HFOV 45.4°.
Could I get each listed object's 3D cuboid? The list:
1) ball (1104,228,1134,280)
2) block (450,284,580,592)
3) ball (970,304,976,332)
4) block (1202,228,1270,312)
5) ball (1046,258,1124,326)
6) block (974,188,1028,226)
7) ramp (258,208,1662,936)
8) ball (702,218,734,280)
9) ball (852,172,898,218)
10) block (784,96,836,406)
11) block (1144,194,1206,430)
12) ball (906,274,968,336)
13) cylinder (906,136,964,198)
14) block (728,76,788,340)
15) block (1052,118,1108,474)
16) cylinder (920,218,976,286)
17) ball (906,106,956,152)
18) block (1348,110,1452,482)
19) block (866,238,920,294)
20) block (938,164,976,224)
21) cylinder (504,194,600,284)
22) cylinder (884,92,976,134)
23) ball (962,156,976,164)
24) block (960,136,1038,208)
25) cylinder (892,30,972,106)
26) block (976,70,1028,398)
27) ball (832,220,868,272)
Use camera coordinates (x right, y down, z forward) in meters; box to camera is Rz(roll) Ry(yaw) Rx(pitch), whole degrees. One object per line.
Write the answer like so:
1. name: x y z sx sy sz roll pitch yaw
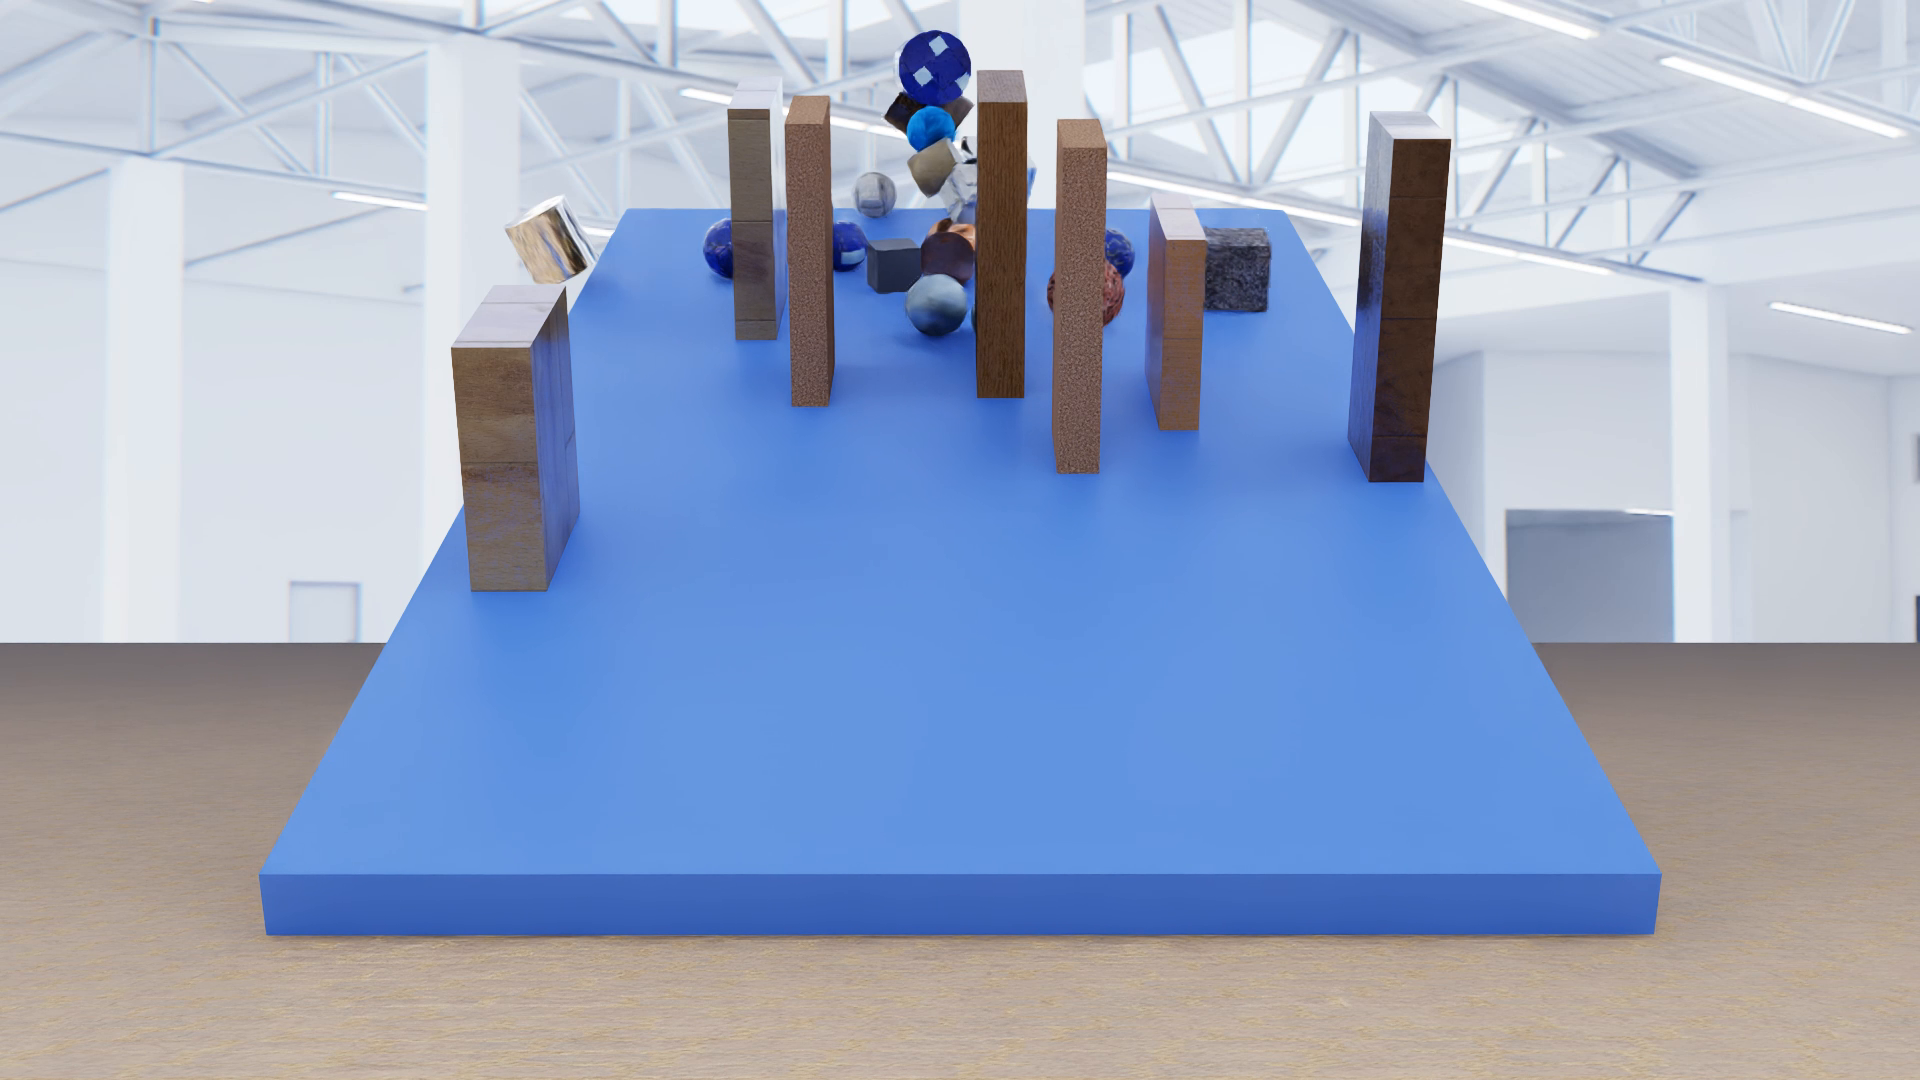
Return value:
1. ball: 0.394 -0.761 6.162 0.151 0.151 0.151 0 -2 0
2. block: -0.830 -0.199 4.322 0.140 0.468 0.411 0 22 0
3. ball: 0.083 -0.549 5.676 0.117 0.117 0.117 0 -2 0
4. block: 0.711 -0.708 5.991 0.174 0.174 0.174 2 23 1
5. ball: 0.315 -0.619 5.749 0.195 0.195 0.195 0 -2 0
6. block: 0.085 -0.961 6.654 0.154 0.154 0.154 -14 27 -32
7. ramp: -0.006 -0.220 5.144 2.000 0.100 4.000 0 22 0
8. ball: -0.613 -0.789 6.207 0.166 0.166 0.166 0 -2 0
9. ball: -0.256 -1.033 6.855 0.139 0.139 0.139 0 -2 0
10. block: -0.341 -0.664 5.248 0.083 0.646 0.326 0 22 0
11. block: 0.484 -0.521 5.184 0.087 0.432 0.424 0 22 0
12. ball: -0.058 -0.586 5.716 0.155 0.155 0.155 0 -2 0
13. cylinder: -0.064 -1.067 6.569 0.129 0.129 0.129 -27 -10 14
14. block: -0.507 -0.843 5.791 0.102 0.576 0.424 0 22 0
15. block: 0.248 -0.512 4.814 0.088 0.689 0.287 0 22 0
16. cylinder: -0.025 -0.774 6.183 0.158 0.158 0.158 0 22 7
17. ball: -0.083 -1.183 6.642 0.144 0.144 0.144 0 -2 0
18. block: 0.906 -0.505 4.759 0.114 0.718 0.279 0 22 0
19. block: -0.179 -0.735 6.139 0.117 0.117 0.117 -6 23 -15
20. block: 0.032 -0.918 6.090 0.110 0.110 0.110 -4 -35 -35
21. cylinder: -1.085 -0.790 6.091 0.186 0.186 0.186 -24 20 9
22. cylinder: -0.090 -1.269 6.794 0.195 0.195 0.195 36 -6 -4
23. ball: 0.053 -1.008 6.410 0.130 0.130 0.130 0 -2 0
24. block: 0.102 -1.085 6.846 0.174 0.174 0.174 -8 -43 -22
25. cylinder: -0.080 -1.323 6.433 0.204 0.204 0.204 0 11 -6
26. block: 0.094 -0.716 5.333 0.108 0.681 0.394 0 22 0
27. ball: -0.321 -0.806 6.285 0.140 0.140 0.140 0 -2 0
